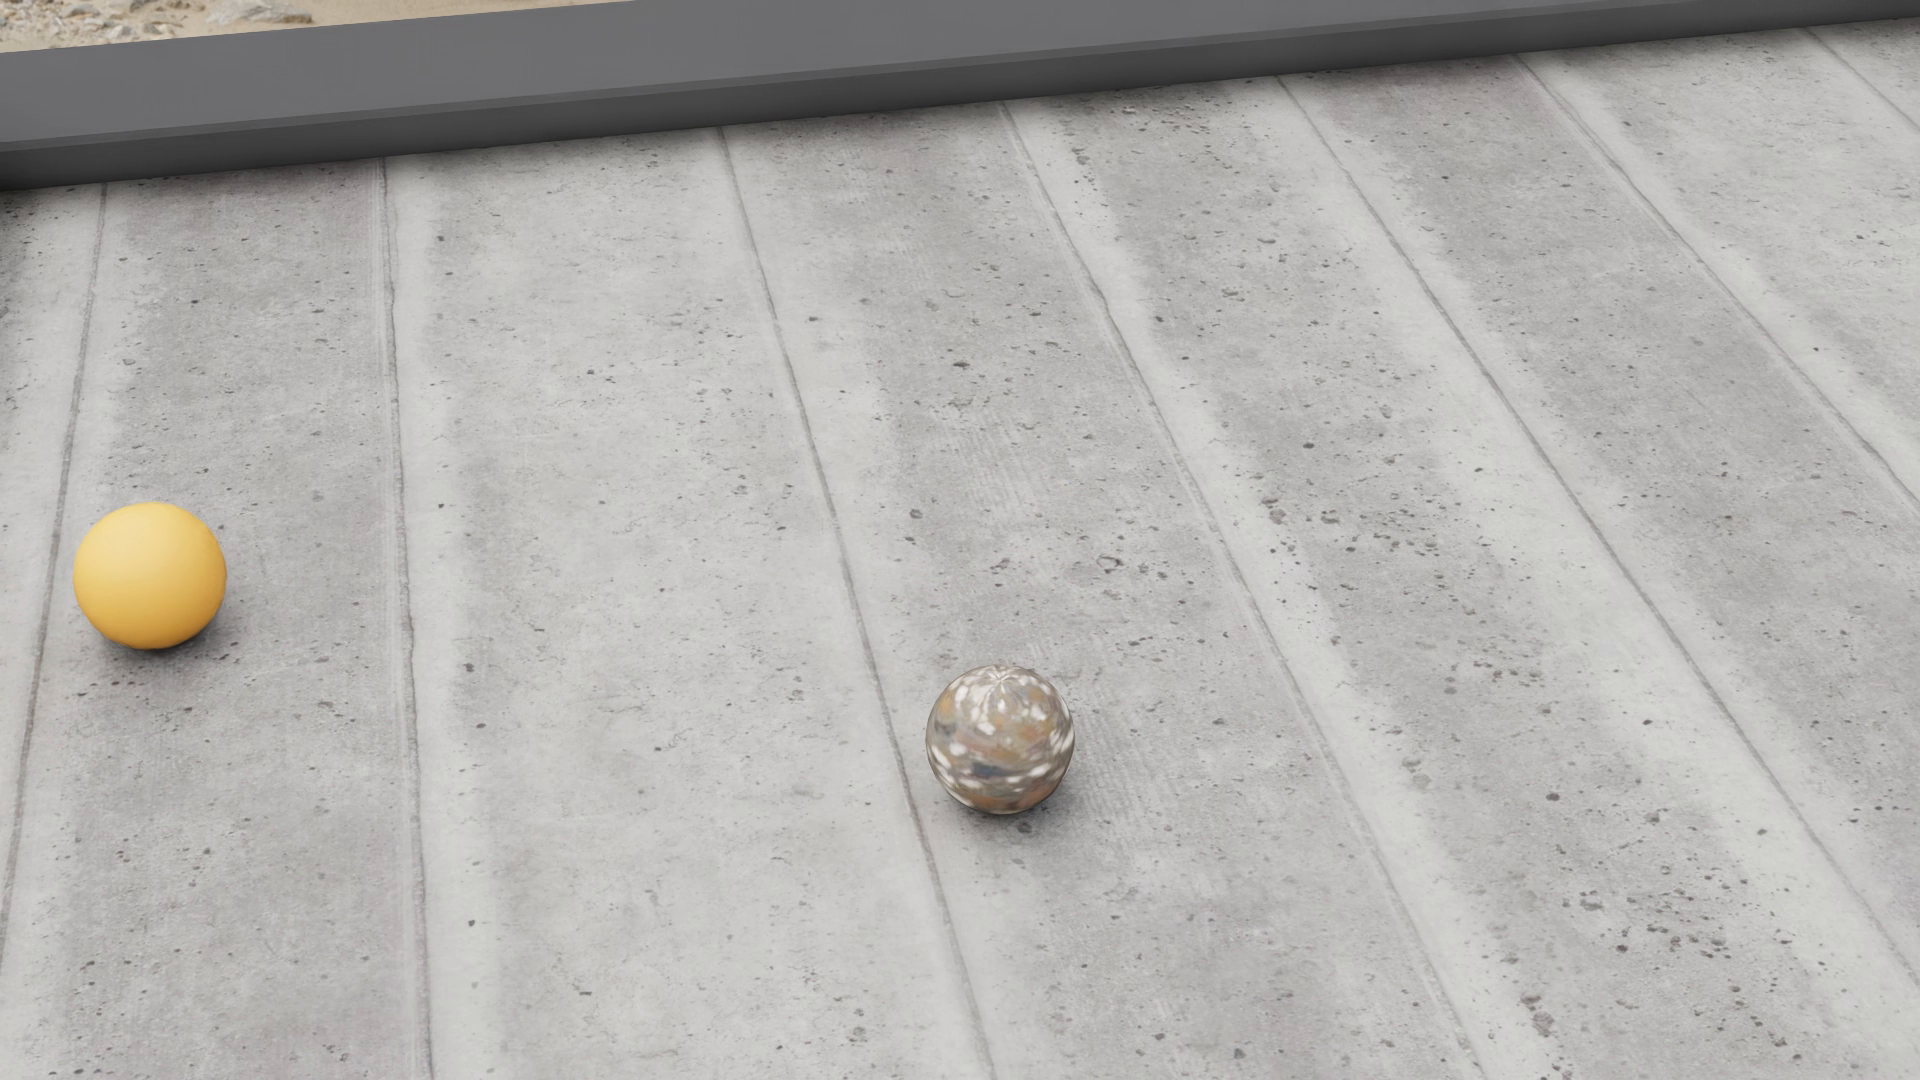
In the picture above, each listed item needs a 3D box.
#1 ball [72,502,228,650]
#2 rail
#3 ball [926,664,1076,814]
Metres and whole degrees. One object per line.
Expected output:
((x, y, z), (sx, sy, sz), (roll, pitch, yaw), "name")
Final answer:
((-0.499, 0.022, 1.583), (0.091, 0.091, 0.091), (0, 36, 0), "ball")
((0.548, -0.480, 2.261), (2.796, 0.118, 0.045), (-7, 36, -9), "rail")
((0.023, 0.113, 1.460), (0.086, 0.086, 0.086), (0, 36, 0), "ball")
